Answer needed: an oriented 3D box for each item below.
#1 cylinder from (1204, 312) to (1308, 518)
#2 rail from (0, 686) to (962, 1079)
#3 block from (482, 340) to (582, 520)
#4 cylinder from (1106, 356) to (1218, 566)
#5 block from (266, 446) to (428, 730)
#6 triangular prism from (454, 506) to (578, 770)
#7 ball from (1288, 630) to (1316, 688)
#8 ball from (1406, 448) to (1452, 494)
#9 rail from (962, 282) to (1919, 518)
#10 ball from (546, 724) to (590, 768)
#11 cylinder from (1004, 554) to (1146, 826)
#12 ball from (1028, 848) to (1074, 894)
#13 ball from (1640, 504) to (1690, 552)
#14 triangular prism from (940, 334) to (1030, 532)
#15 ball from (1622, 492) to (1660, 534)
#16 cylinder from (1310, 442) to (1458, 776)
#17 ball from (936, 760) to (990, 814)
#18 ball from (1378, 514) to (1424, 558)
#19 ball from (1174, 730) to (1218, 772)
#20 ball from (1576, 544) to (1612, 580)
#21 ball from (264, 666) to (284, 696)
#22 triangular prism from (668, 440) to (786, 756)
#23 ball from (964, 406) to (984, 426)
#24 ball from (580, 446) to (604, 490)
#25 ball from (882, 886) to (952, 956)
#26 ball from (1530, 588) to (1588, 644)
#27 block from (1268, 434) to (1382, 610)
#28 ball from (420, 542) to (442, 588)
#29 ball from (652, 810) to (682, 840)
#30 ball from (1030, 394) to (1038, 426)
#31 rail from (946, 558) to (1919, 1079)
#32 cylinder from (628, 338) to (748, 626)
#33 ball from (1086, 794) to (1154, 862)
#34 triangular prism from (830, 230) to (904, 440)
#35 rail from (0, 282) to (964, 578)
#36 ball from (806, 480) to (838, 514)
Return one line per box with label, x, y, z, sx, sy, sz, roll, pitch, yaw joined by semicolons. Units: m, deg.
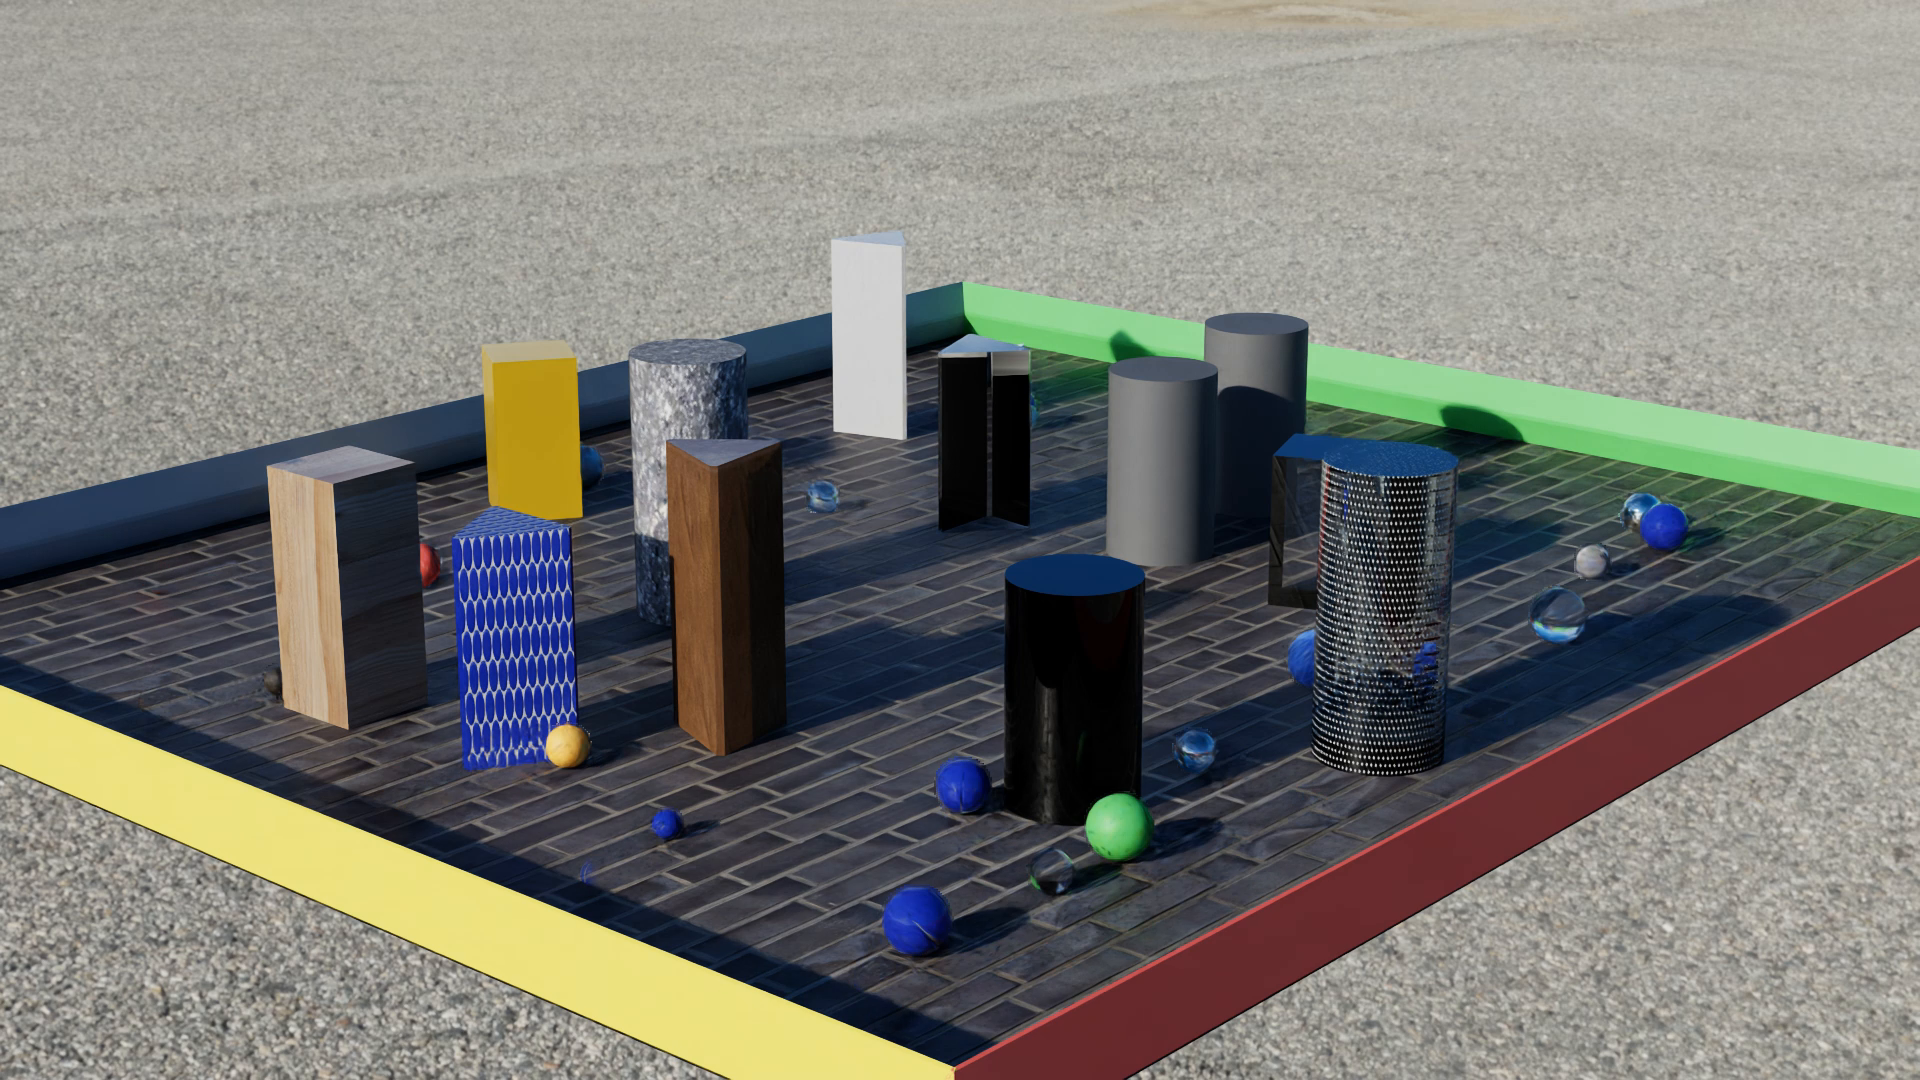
cylinder;0.565;-0.242;5.638;0.198;0.356;0.198;0;17;0
rail;-1.007;0.367;4.009;2.692;0.128;0.045;14;22;39
block;-0.818;-0.209;5.604;0.158;0.312;0.158;-5;17;-15
cylinder;0.367;-0.145;5.339;0.198;0.343;0.198;0;17;0
block;-0.946;0.071;4.538;0.158;0.391;0.158;14;21;38
triangular prism;-0.673;0.140;4.369;0.171;0.357;0.148;-6;18;-18
ball;0.568;0.189;4.662;0.094;0.094;0.094;0;17;0
ball;0.919;-0.135;5.748;0.088;0.088;0.088;0;17;0
rail;1.007;-0.303;6.231;2.692;0.128;0.045;14;22;39
ball;-0.580;0.304;4.330;0.065;0.065;0.065;0;17;0
cylinder;0.161;0.211;4.165;0.198;0.340;0.198;0;17;0
ball;0.121;0.439;3.889;0.061;0.061;0.061;0;17;0
ball;1.292;-0.024;5.378;0.088;0.088;0.088;0;17;0
triangular prism;0.033;-0.204;5.533;0.171;0.345;0.148;-3;17;-10
ball;1.277;-0.051;5.488;0.077;0.077;0.077;0;17;0
cylinder;0.625;0.100;4.329;0.198;0.457;0.198;0;17;0
ball;0.005;0.349;4.159;0.077;0.077;0.077;0;17;0
ball;0.803;-0.007;5.336;0.080;0.080;0.080;0;17;0
ball;0.347;0.311;4.312;0.063;0.063;0.063;0;17;0
ball;1.126;0.040;5.211;0.063;0.063;0.063;0;17;0
ball;-1.070;0.221;4.607;0.048;0.048;0.048;0;17;0
triangular prism;-0.376;0.076;4.424;0.148;0.449;0.171;10;19;30
ball;0.029;-0.266;6.259;0.044;0.044;0.044;0;17;0
ball;-0.746;-0.143;5.778;0.087;0.087;0.087;0;17;0
ball;-0.054;0.482;3.702;0.088;0.088;0.088;0;17;0
ball;0.995;0.126;4.871;0.094;0.094;0.094;0;17;0
block;0.635;-0.030;5.087;0.158;0.268;0.158;6;18;19
ball;-0.954;0.045;5.167;0.080;0.080;0.080;0;17;0
ball;-0.407;0.395;4.070;0.042;0.042;0.042;0;17;0
ball;0.119;-0.275;6.205;0.094;0.094;0.094;0;17;0
rail;0.999;0.282;4.290;0.045;0.128;3.120;14;22;39
cylinder;-0.458;-0.099;4.991;0.198;0.455;0.198;0;17;0
ball;0.218;0.391;3.993;0.093;0.093;0.093;0;17;0
triangular prism;-0.160;-0.438;6.191;0.171;0.412;0.148;8;19;25
rail;-0.999;-0.218;5.950;0.045;0.128;3.120;14;22;39
ball;-0.263;-0.082;5.615;0.063;0.063;0.063;0;17;0
